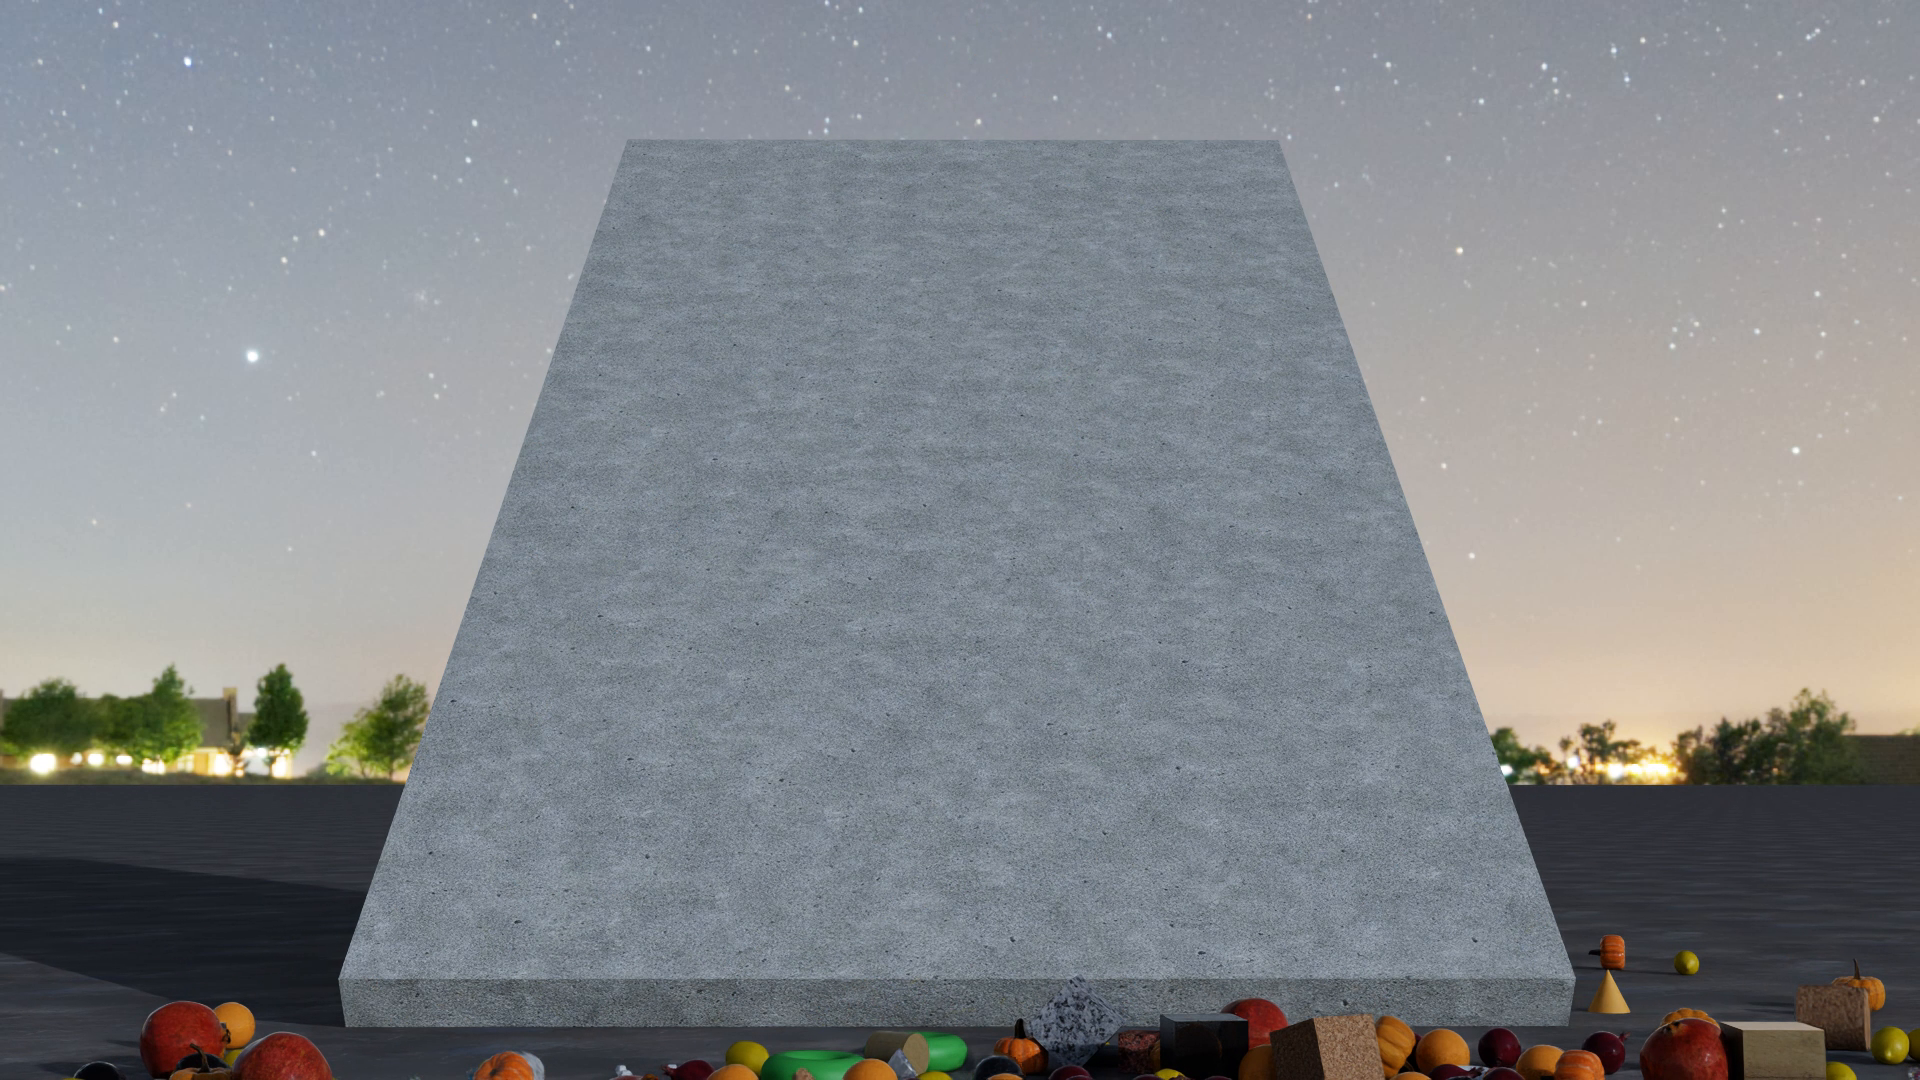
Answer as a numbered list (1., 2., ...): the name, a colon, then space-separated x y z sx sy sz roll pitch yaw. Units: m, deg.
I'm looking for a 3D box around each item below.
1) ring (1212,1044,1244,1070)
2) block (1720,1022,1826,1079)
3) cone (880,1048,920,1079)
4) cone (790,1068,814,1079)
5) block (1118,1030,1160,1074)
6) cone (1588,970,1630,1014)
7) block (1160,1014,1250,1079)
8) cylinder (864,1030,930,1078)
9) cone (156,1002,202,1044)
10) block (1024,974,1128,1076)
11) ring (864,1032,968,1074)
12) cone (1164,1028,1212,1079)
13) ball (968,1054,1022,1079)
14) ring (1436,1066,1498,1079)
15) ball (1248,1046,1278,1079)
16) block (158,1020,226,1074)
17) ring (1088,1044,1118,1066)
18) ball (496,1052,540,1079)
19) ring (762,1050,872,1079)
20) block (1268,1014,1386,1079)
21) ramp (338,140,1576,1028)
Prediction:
1. ring: 0.354 0.726 3.374 0.092 0.031 0.092 0 -7 0
2. block: 1.006 0.652 2.972 0.099 0.099 0.099 0 -6 2
3. cone: -0.069 0.710 3.177 0.054 0.054 0.054 26 1 16
4. cone: -0.199 0.648 2.651 0.095 0.095 0.095 -28 -11 10
5. block: 0.254 0.710 3.328 0.054 0.054 0.054 -2 -6 20
6. cone: 1.133 0.786 4.194 0.073 0.073 0.073 0 -6 0
7. block: 0.316 0.667 3.113 0.096 0.096 0.096 1 -6 -7
8. cylinder: -0.085 0.698 3.250 0.063 0.063 0.063 -4 -7 35
9. cone: -1.147 0.746 3.601 0.080 0.080 0.080 -3 -33 28
10. block: 0.161 0.671 3.326 0.093 0.093 0.093 44 3 12
11. ring: -0.062 0.716 3.355 0.146 0.049 0.146 0 -7 0
12. cone: 0.328 0.715 3.271 0.074 0.074 0.074 -4 -34 36
13. ball: 0.043 0.666 2.950 0.066 0.066 0.066 0 -6 0
14. ring: 0.664 0.705 3.143 0.081 0.027 0.081 -1 -4 0
15. ball: 0.405 0.693 3.159 0.055 0.055 0.055 0 -6 0
16. block: -1.073 0.707 3.355 0.064 0.064 0.064 -4 -7 33
17. ring: 0.208 0.733 3.411 0.077 0.026 0.077 1 -5 0
18. ball: -0.566 0.683 3.070 0.056 0.056 0.056 0 -6 0
19. ring: -0.186 0.692 3.111 0.144 0.048 0.144 1 -5 0
20. block: 0.454 0.644 2.968 0.092 0.092 0.092 3 -23 -30
21. ramp: -0.012 -0.217 5.653 2.000 0.100 4.000 0 29 0
